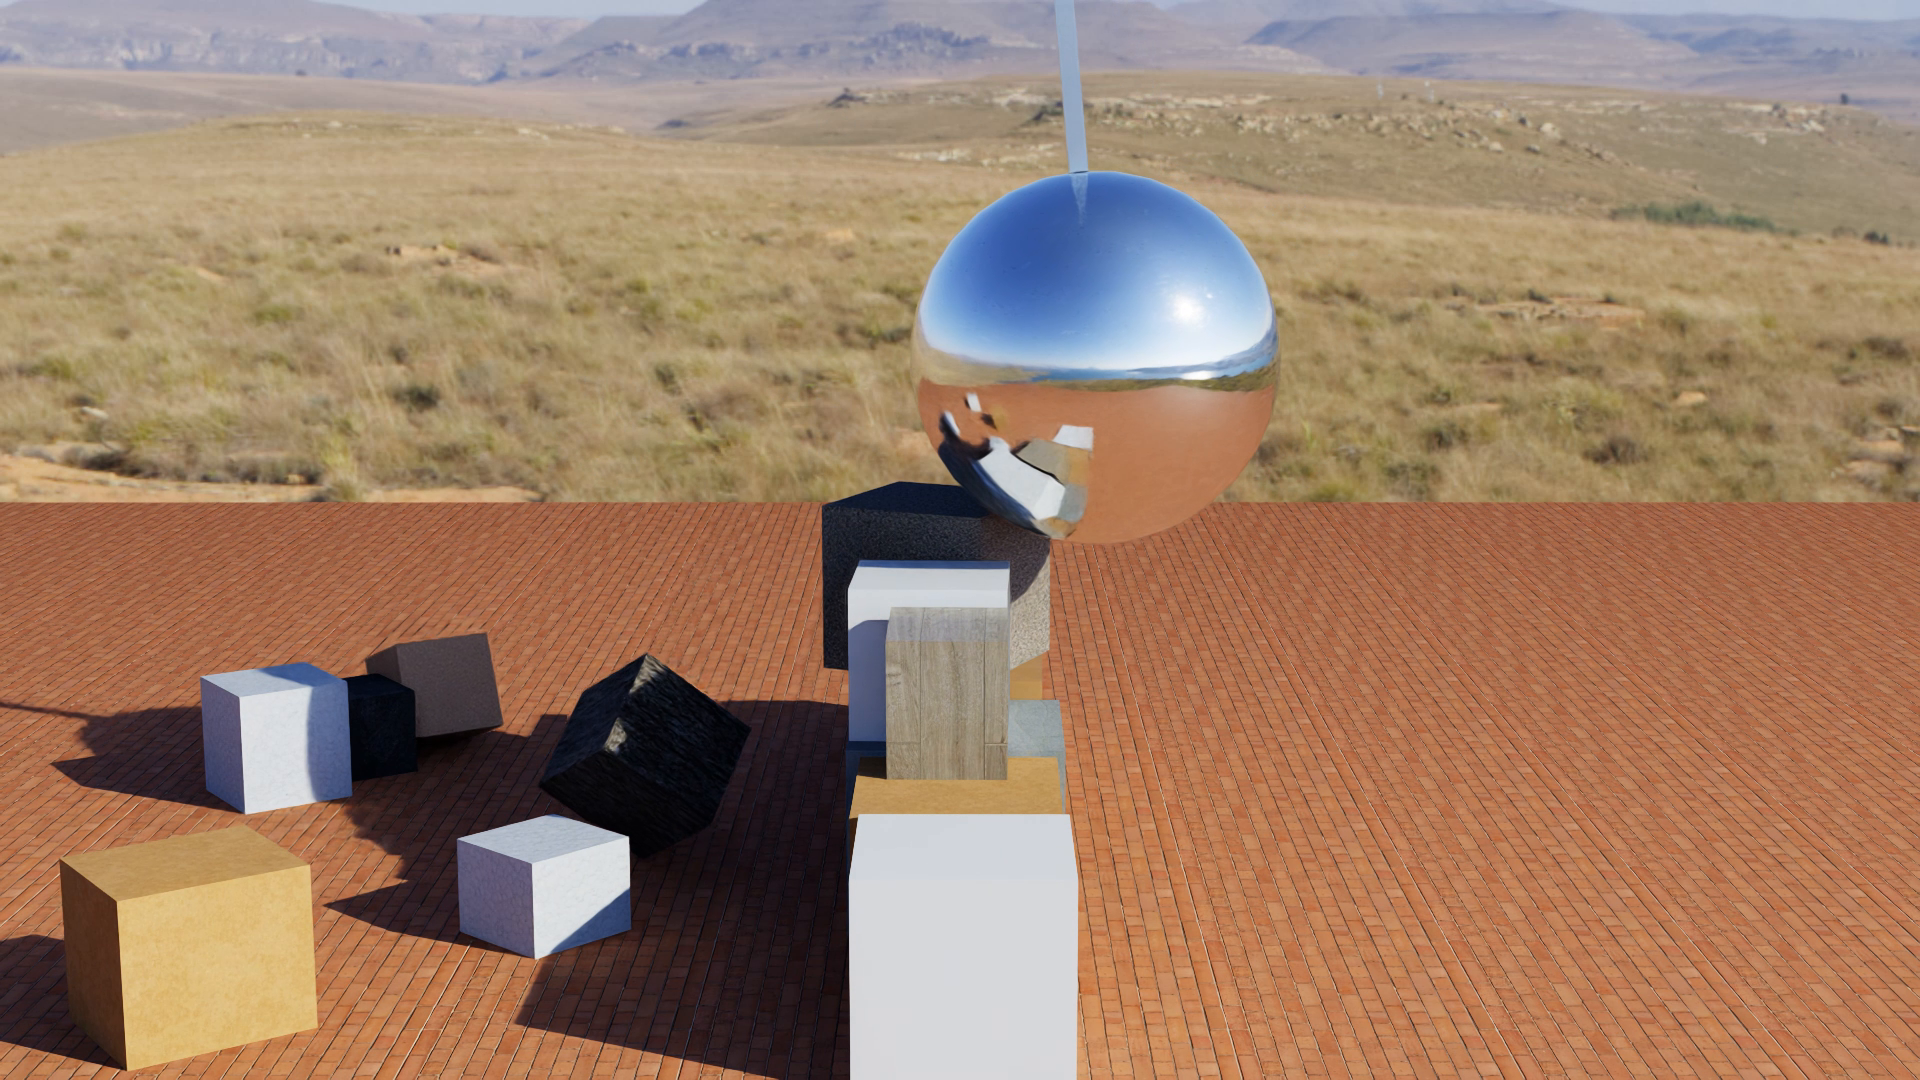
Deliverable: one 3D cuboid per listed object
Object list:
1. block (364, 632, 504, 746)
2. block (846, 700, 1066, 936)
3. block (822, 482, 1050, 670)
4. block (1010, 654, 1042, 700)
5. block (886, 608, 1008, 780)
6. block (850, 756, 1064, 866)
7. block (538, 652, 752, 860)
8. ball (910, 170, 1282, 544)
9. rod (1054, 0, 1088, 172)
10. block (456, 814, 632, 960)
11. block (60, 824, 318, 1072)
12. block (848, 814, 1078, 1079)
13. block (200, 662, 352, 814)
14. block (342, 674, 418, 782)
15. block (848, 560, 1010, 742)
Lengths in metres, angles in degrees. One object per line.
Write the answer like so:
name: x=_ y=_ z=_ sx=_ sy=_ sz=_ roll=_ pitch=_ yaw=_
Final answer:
block: x=-2.760 y=0.795 z=13.457 sx=0.507 sy=0.494 sz=0.455 roll=-7 pitch=-8 yaw=-34
block: x=-0.015 y=1.168 z=10.938 sx=0.896 sy=0.789 sz=0.868 roll=0 pitch=10 yaw=0
block: x=-0.099 y=0.178 z=11.653 sx=0.775 sy=0.740 sz=0.769 roll=5 pitch=11 yaw=25
block: x=0.000 y=0.970 z=11.795 sx=0.748 sy=0.871 sz=0.861 roll=0 pitch=10 yaw=2
block: x=-0.046 y=0.609 z=10.265 sx=0.476 sy=0.569 sz=0.475 roll=0 pitch=15 yaw=1
block: x=-0.010 y=1.337 z=10.083 sx=0.801 sy=0.763 sz=0.874 roll=0 pitch=10 yaw=0
block: x=-1.409 y=0.973 z=11.483 sx=0.545 sy=0.605 sz=0.549 roll=-30 pitch=30 yaw=44
ball: x=0.581 y=-0.783 z=11.038 sx=1.600 sy=1.600 sz=1.600 roll=0 pitch=10 yaw=0
rod: x=0.252 y=-4.112 z=10.433 sx=0.080 sy=5.200 sz=0.080 roll=-5 pitch=10 yaw=1
block: x=-1.720 y=1.424 z=10.614 sx=0.498 sy=0.400 sz=0.501 roll=9 pitch=14 yaw=42
block: x=-2.872 y=1.500 z=9.551 sx=0.715 sy=0.632 sz=0.636 roll=-8 pitch=13 yaw=-36
block: x=0.014 y=1.478 z=9.259 sx=0.787 sy=0.778 sz=0.794 roll=0 pitch=10 yaw=0
block: x=-3.368 y=0.966 z=12.635 sx=0.543 sy=0.578 sz=0.535 roll=-7 pitch=13 yaw=-35
block: x=-3.086 y=0.960 z=13.104 sx=0.452 sy=0.423 sz=0.471 roll=-7 pitch=13 yaw=-35
block: x=-0.120 y=0.461 z=10.836 sx=0.652 sy=0.639 sz=0.641 roll=0 pitch=10 yaw=2
